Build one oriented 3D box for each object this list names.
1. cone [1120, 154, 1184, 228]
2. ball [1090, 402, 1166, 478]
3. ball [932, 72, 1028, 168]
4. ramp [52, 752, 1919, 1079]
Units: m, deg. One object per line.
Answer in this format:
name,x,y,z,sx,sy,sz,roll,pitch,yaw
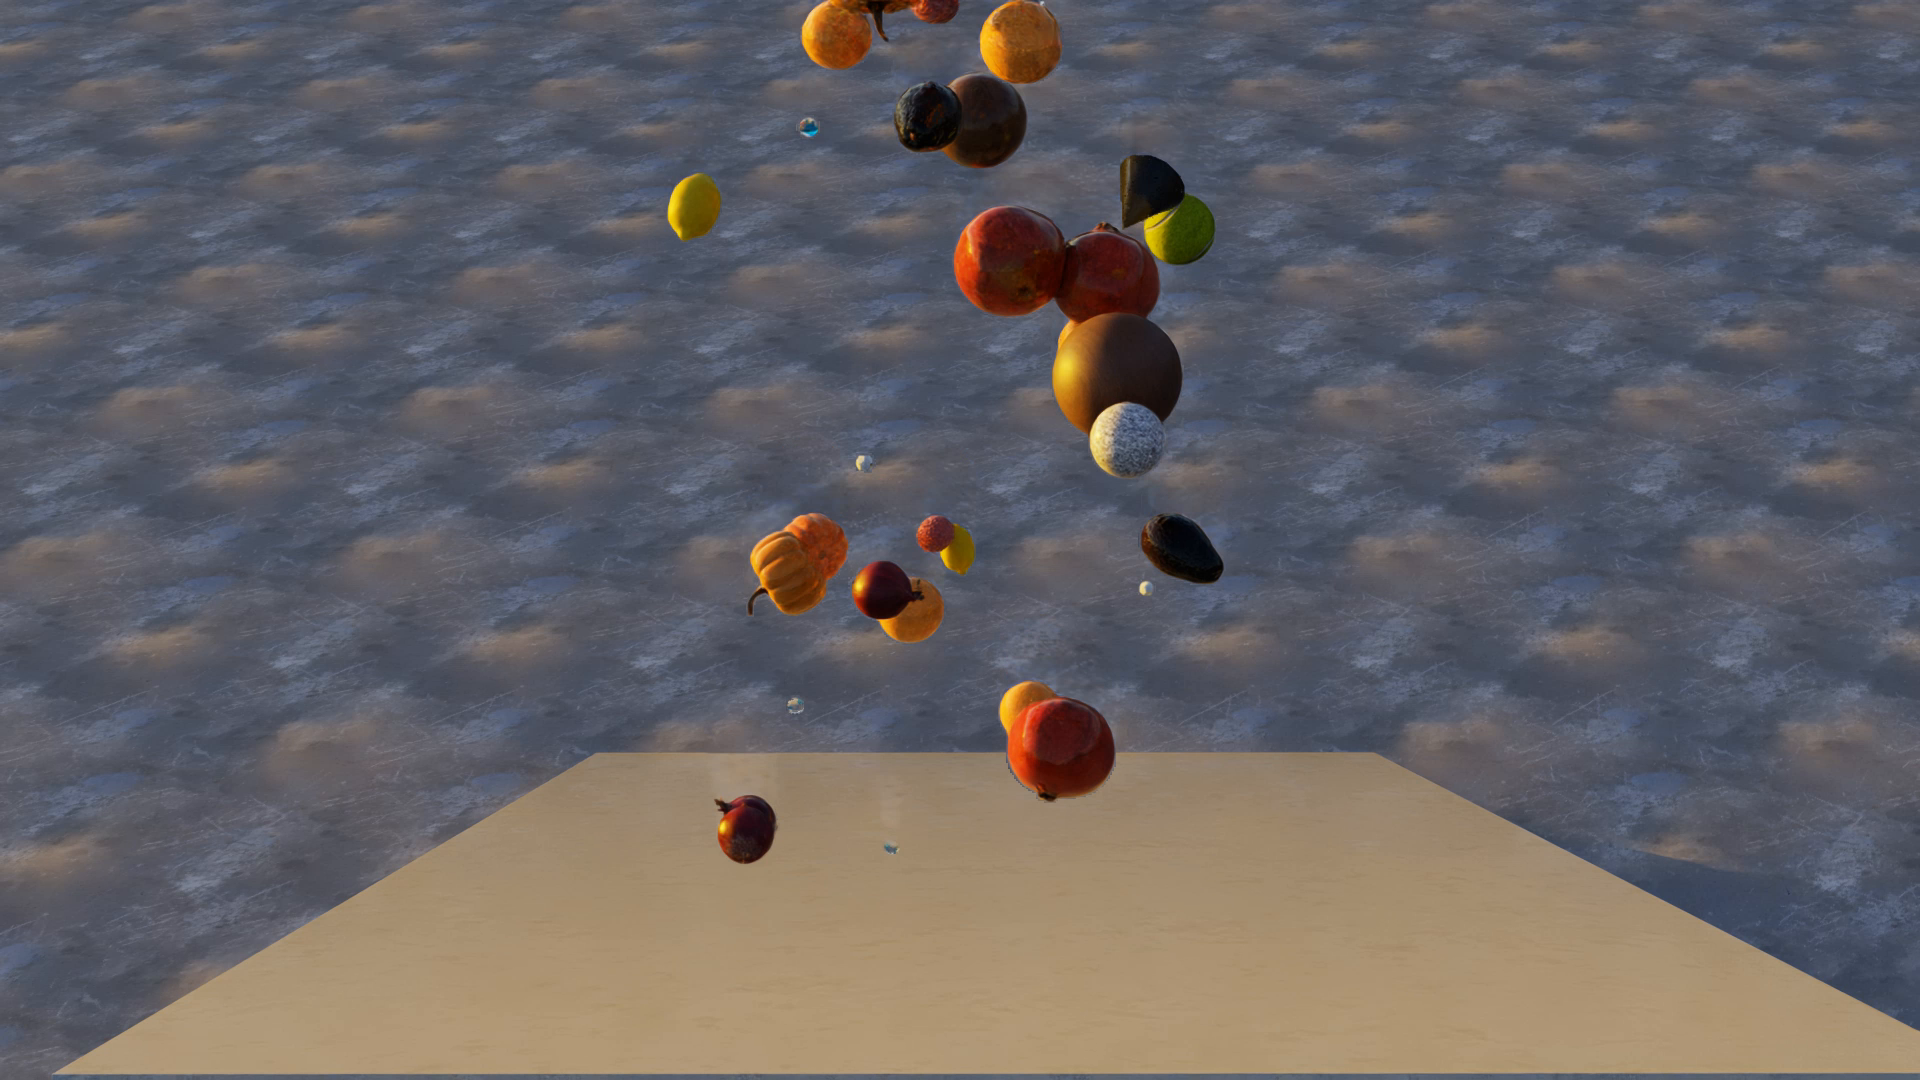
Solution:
cone,0.167,-0.315,2.438,0.067,0.067,0.067,15,54,24
ball,0.158,-0.094,2.437,0.072,0.072,0.072,0,30,0
ball,0.020,-0.418,2.575,0.095,0.095,0.095,0,30,0
ramp,0.067,0.597,4.654,2.000,0.100,4.000,0,0,0
